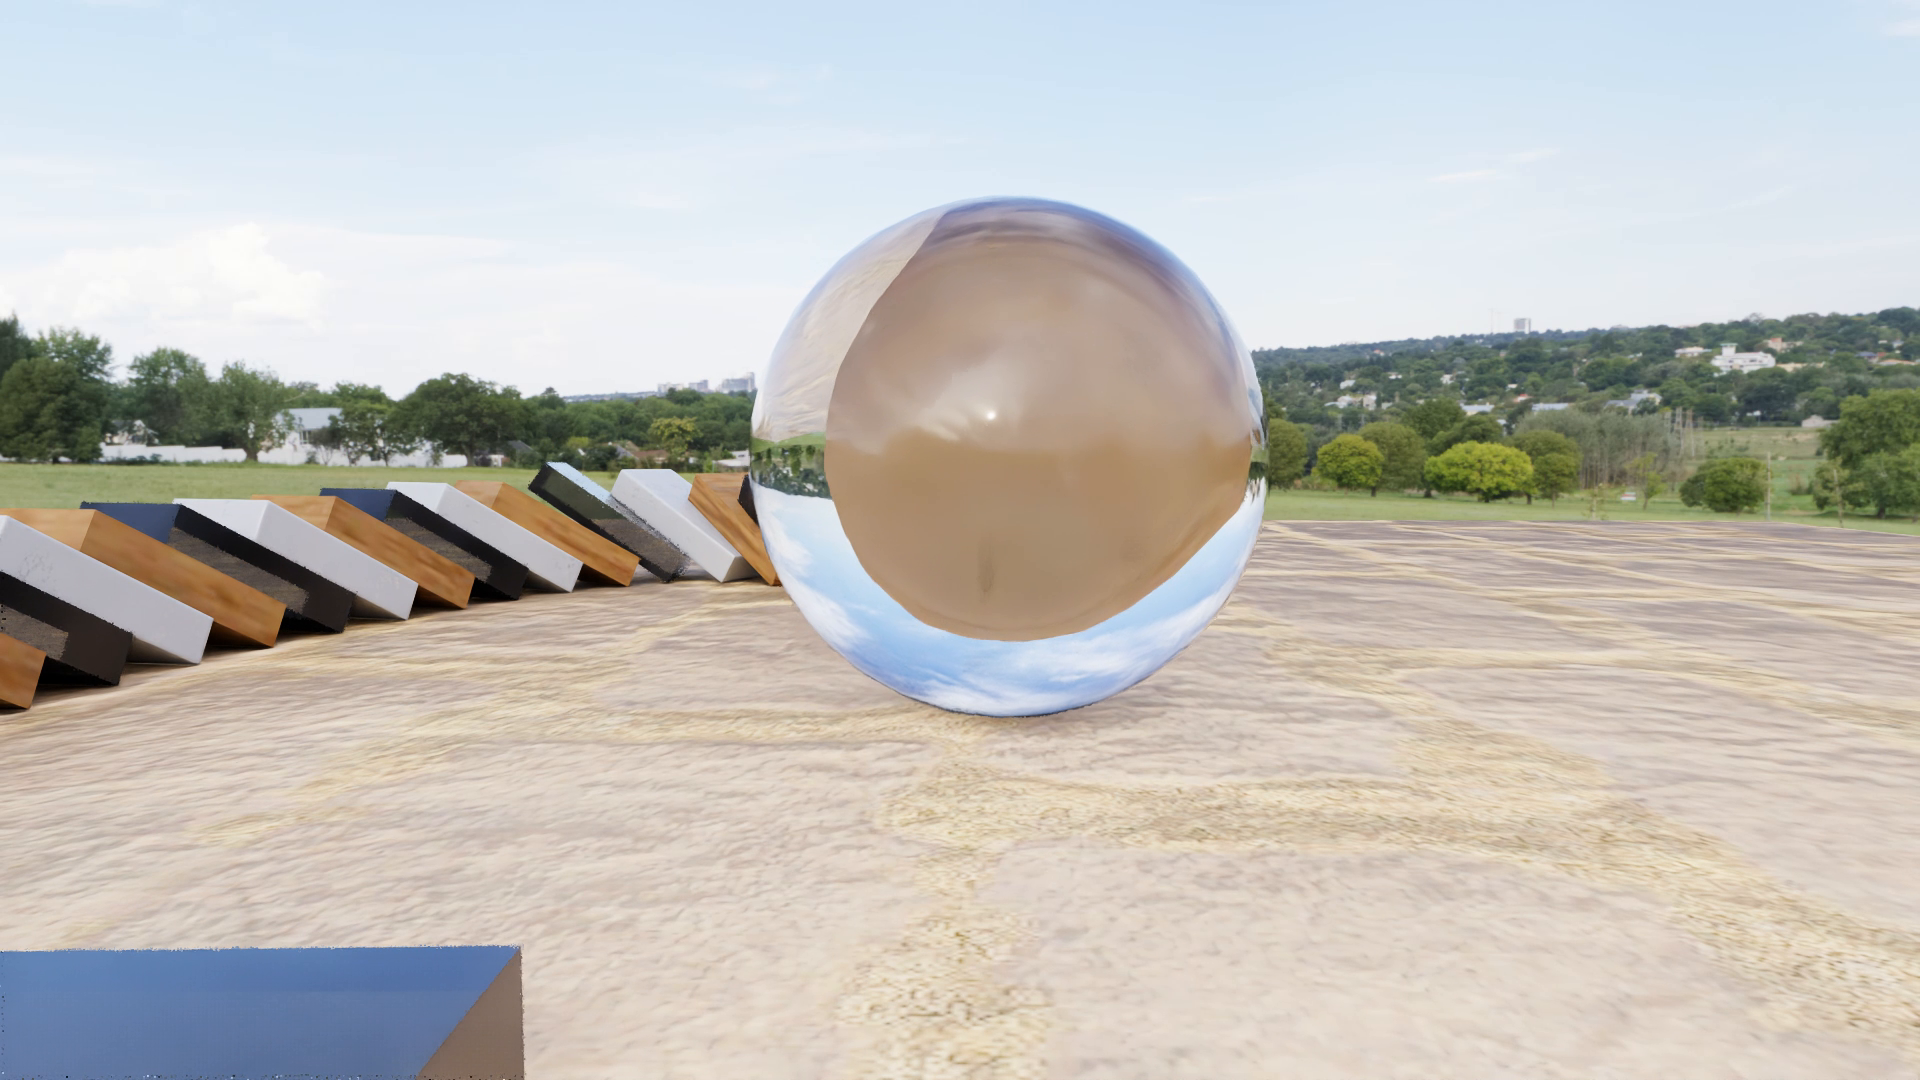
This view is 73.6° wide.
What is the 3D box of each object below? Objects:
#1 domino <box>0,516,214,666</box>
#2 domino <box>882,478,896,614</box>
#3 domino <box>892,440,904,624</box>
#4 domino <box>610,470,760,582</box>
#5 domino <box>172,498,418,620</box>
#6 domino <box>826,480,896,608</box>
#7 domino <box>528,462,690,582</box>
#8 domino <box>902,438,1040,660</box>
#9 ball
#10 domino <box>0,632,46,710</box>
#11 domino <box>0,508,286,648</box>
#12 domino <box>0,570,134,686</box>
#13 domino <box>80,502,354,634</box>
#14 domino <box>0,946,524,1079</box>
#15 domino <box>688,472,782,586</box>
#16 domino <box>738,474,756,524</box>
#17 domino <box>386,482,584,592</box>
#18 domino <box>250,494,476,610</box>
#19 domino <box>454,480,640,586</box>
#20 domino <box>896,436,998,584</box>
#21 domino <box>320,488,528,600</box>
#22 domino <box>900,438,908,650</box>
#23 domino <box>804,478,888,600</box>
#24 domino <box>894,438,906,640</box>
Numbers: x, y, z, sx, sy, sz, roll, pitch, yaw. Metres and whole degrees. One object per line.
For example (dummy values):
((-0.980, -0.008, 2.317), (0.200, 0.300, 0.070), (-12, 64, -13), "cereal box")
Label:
((-0.162, 0.010, 0.228), (0.025, 0.010, 0.050), (1, -23, 8), "domino")
((-0.008, 0.001, 0.335), (0.025, 0.009, 0.050), (1, 33, -4), "domino")
((-0.004, -0.003, 0.316), (0.025, 0.050, 0.010), (0, -37, -4), "domino")
((-0.085, -0.005, 0.409), (0.050, 0.009, 0.025), (35, 17, 19), "domino")
((-0.151, 0.005, 0.292), (0.025, 0.009, 0.050), (1, -22, 16), "domino")
((-0.019, 0.000, 0.355), (0.025, 0.009, 0.050), (-1, 33, -19), "domino")
((-0.108, -0.006, 0.400), (0.050, 0.009, 0.025), (35, 1, -5), "domino")
((0.001, 0.001, 0.266), (0.025, 0.050, 0.010), (0, -37, -4), "domino")
((0.007, -0.013, 0.200), (0.080, 0.080, 0.080), (0, 4, 0), "ball")
((-0.162, 0.013, 0.184), (0.025, 0.009, 0.050), (0, -23, 2), "domino")
((-0.160, 0.008, 0.250), (0.025, 0.009, 0.050), (1, -22, 13), "domino")
((-0.163, 0.012, 0.206), (0.025, 0.009, 0.050), (0, -23, 5), "domino")
((-0.157, 0.007, 0.272), (0.025, 0.009, 0.050), (1, -22, 16), "domino")
((-0.054, 0.032, 0.072), (0.050, 0.009, 0.025), (0, 4, -2), "domino")
((-0.061, -0.004, 0.404), (0.025, 0.009, 0.050), (-4, 36, -46), "domino")
((-0.045, -0.003, 0.390), (0.025, 0.009, 0.050), (-3, 35, -37), "domino")
((-0.132, 0.000, 0.355), (0.025, 0.010, 0.050), (3, -24, 33), "domino")
((-0.146, 0.004, 0.314), (0.025, 0.009, 0.050), (2, -22, 19), "domino")
((-0.121, -0.002, 0.374), (0.025, 0.009, 0.050), (4, -23, 41), "domino")
((-0.002, -0.002, 0.304), (0.025, 0.050, 0.010), (-2, -37, -5), "domino")
((-0.140, 0.002, 0.335), (0.025, 0.009, 0.050), (2, -23, 24), "domino")
((0.000, 0.000, 0.278), (0.025, 0.050, 0.009), (0, -37, -4), "domino")
((-0.028, -0.001, 0.373), (0.025, 0.009, 0.050), (-1, 33, -19), "domino")
((-0.002, -0.001, 0.291), (0.025, 0.050, 0.010), (0, -37, -4), "domino")
